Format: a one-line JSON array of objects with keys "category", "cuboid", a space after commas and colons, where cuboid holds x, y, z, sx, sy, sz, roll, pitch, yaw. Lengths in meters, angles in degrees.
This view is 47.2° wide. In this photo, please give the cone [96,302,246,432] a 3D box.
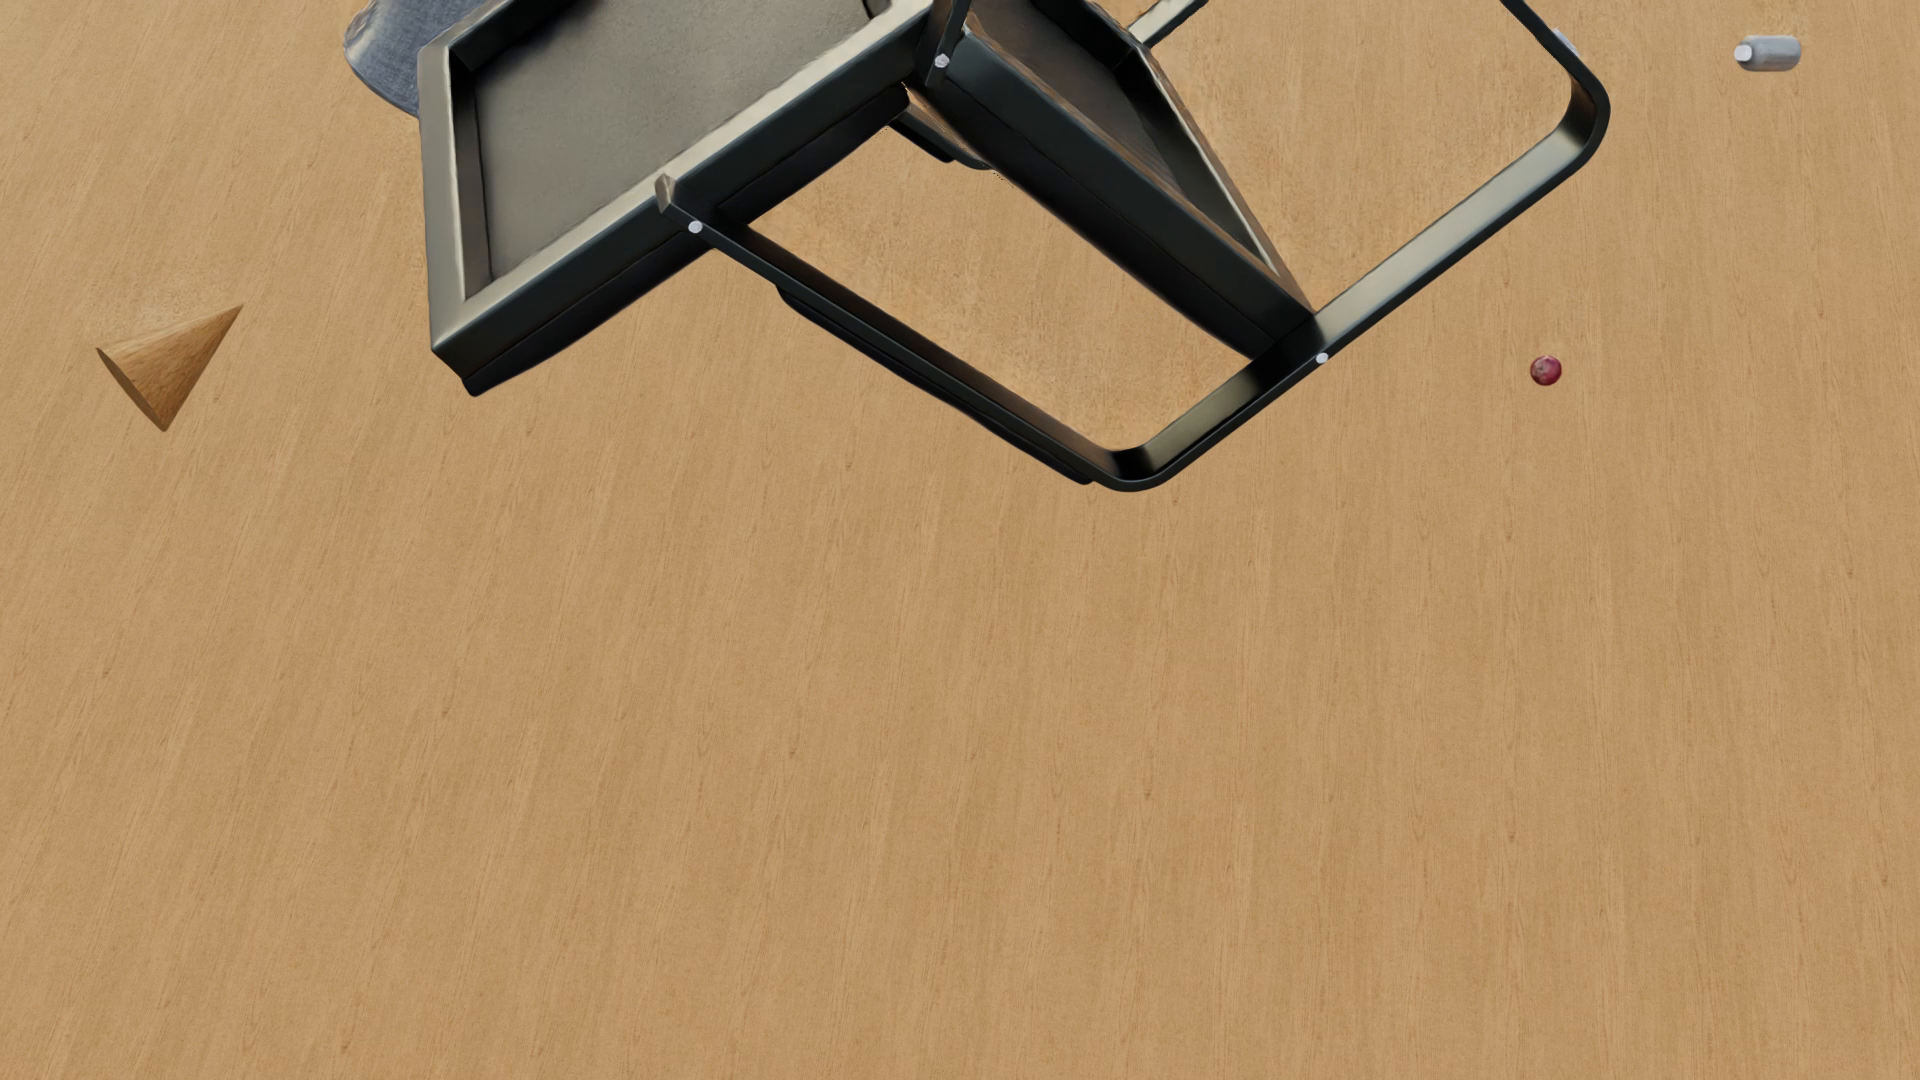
[{"category": "cone", "cuboid": [-1.351, -0.340, 3.854, 0.153, 0.228, 0.249, 41, 70, 18]}]
